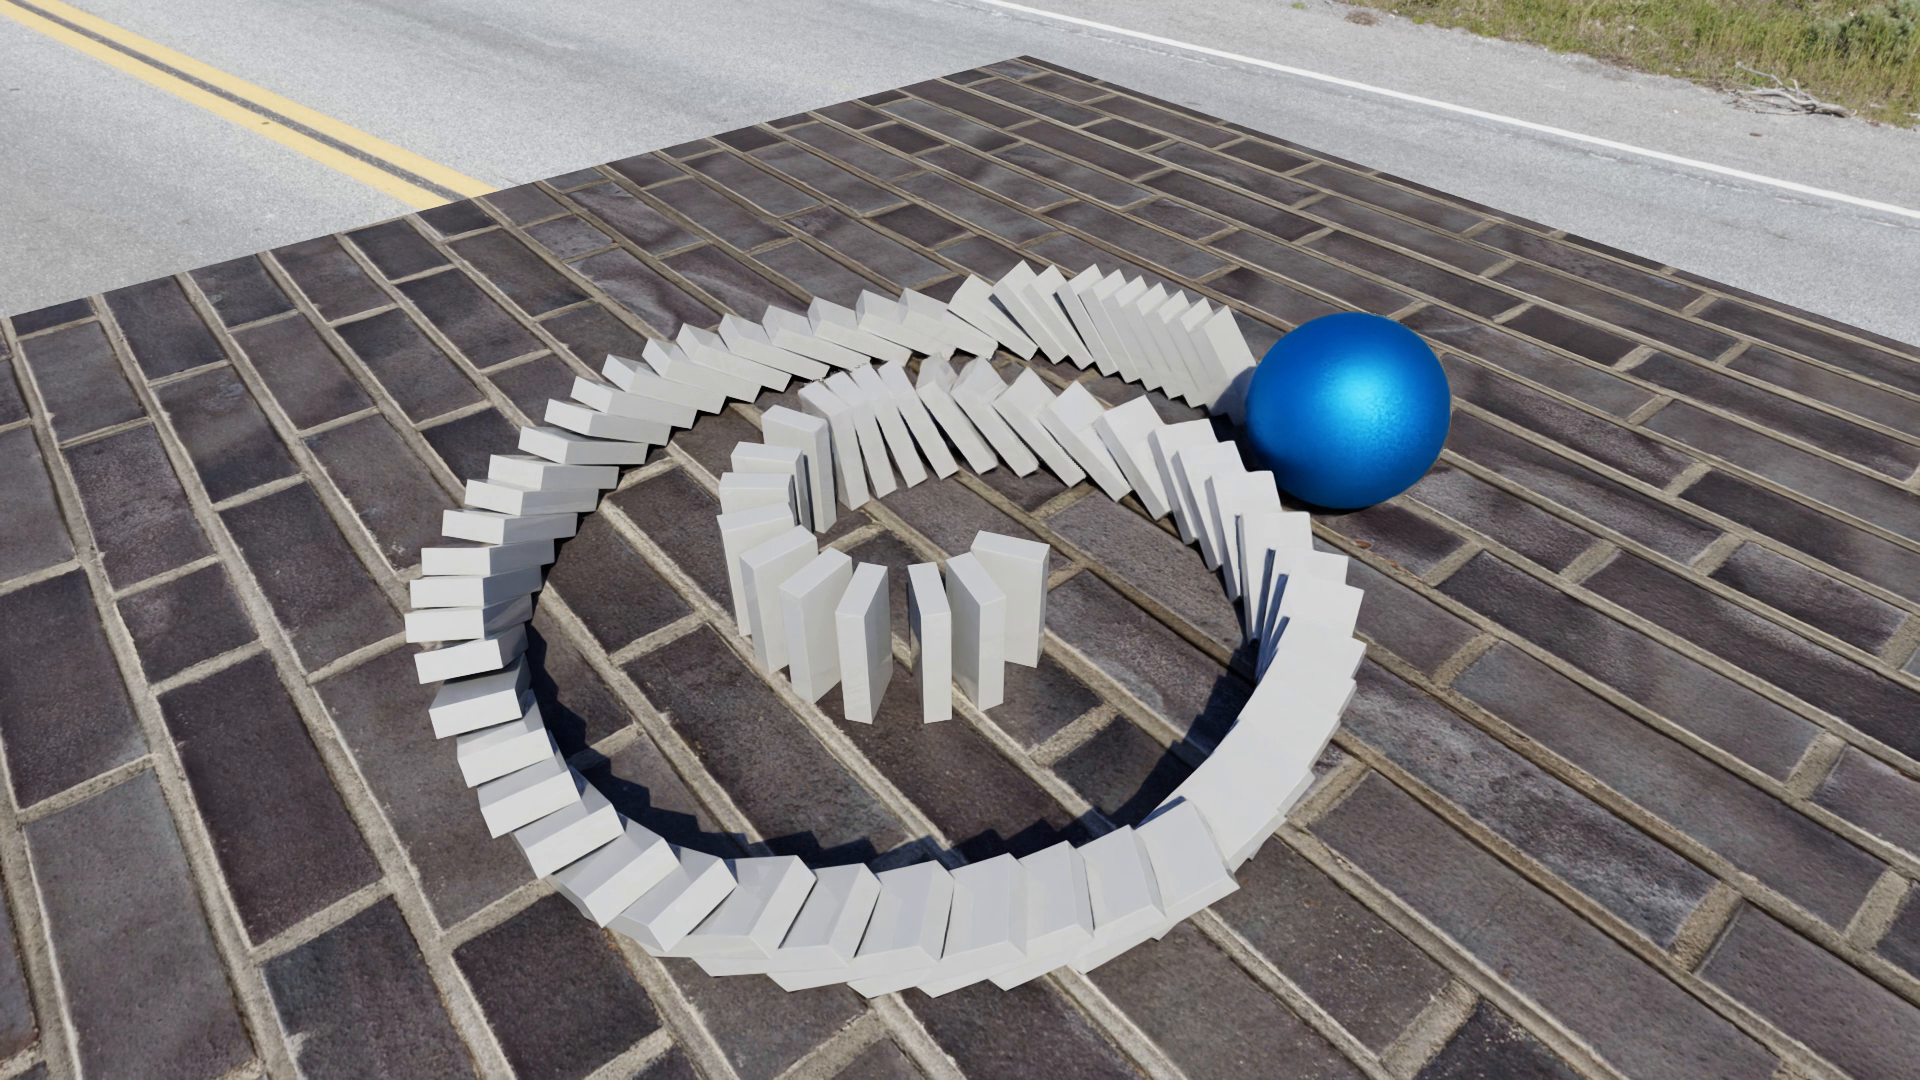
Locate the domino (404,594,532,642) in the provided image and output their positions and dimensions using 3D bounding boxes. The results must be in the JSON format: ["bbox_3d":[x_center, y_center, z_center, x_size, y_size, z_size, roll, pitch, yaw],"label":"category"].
[{"bbox_3d":[-0.172,0.027,0.389,0.025,0.010,0.050,-3,4,-4],"label":"domino"}]

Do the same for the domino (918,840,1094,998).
[{"bbox_3d":[0.011,0.103,0.298,0.050,0.009,0.025,-27,36,19],"label":"domino"}]

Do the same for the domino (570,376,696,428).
[{"bbox_3d":[-0.147,-0.062,0.497,0.025,0.010,0.050,25,10,30],"label":"domino"}]

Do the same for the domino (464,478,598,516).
[{"bbox_3d":[-0.172,-0.018,0.444,0.025,0.009,0.050,12,7,14],"label":"domino"}]

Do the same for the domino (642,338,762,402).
[{"bbox_3d":[-0.122,-0.080,0.521,0.050,0.009,0.025,11,24,-45],"label":"domino"}]

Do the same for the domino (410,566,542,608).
[{"bbox_3d":[-0.175,0.016,0.401,0.025,0.009,0.050,-2,4,1],"label":"domino"}]

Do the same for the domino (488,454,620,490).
[{"bbox_3d":[-0.168,-0.028,0.456,0.025,0.009,0.050,12,7,16],"label":"domino"}]

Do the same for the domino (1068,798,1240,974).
[{"bbox_3d":[0.049,0.096,0.305,0.050,0.009,0.025,-33,42,11],"label":"domino"}]

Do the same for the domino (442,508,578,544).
[{"bbox_3d":[-0.175,-0.006,0.430,0.025,0.010,0.050,8,5,11],"label":"domino"}]

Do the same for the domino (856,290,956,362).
[{"bbox_3d":[-0.028,-0.109,0.559,0.050,0.010,0.025,18,34,-21],"label":"domino"}]

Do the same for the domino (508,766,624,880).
[{"bbox_3d":[-0.119,0.082,0.324,0.025,0.009,0.050,-26,16,-28],"label":"domino"}]

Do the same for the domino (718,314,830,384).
[{"bbox_3d":[-0.091,-0.094,0.538,0.050,0.010,0.025,14,28,-37],"label":"domino"}]

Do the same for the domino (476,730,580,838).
[{"bbox_3d":[-0.133,0.073,0.335,0.025,0.009,0.050,-22,14,-23],"label":"domino"}]

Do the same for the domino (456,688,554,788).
[{"bbox_3d":[-0.145,0.062,0.350,0.025,0.010,0.050,-19,14,-22],"label":"domino"}]

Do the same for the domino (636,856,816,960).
[{"bbox_3d":[-0.065,0.100,0.300,0.050,0.010,0.025,-15,29,36],"label":"domino"}]

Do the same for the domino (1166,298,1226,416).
[{"bbox_3d":[0.118,-0.087,0.521,0.010,0.050,0.025,-15,20,48],"label":"domino"}]

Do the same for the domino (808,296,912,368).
[{"bbox_3d":[-0.050,-0.105,0.553,0.050,0.010,0.025,15,32,-27],"label":"domino"}]

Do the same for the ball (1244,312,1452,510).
[{"bbox_3d":[0.158,-0.053,0.452,0.080,0.080,0.080,0,39,0],"label":"ball"}]

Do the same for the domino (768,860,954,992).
[{"bbox_3d":[-0.027,0.104,0.296,0.050,0.009,0.025,-21,33,26],"label":"domino"}]

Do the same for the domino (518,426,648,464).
[{"bbox_3d":[-0.161,-0.041,0.473,0.025,0.010,0.050,18,11,21],"label":"domino"}]

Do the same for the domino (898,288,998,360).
[{"bbox_3d":[-0.006,-0.110,0.561,0.050,0.010,0.025,17,34,-21],"label":"domino"}]

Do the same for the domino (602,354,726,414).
[{"bbox_3d":[-0.137,-0.072,0.509,0.025,0.009,0.050,34,16,38],"label":"domino"}]

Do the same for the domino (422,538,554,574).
[{"bbox_3d":[-0.176,0.006,0.414,0.025,0.010,0.050,0,4,5],"label":"domino"}]

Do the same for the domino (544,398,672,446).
[{"bbox_3d":[-0.154,-0.051,0.484,0.025,0.009,0.050,19,7,24],"label":"domino"}]

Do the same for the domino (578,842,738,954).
[{"bbox_3d":[-0.086,0.097,0.305,0.050,0.010,0.025,-6,27,47],"label":"domino"}]

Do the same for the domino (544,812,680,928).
[{"bbox_3d":[-0.102,0.091,0.312,0.025,0.009,0.050,-36,20,-31],"label":"domino"}]

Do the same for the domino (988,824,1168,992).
[{"bbox_3d":[0.029,0.101,0.301,0.050,0.010,0.025,-30,38,15],"label":"domino"}]

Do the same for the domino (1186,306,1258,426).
[{"bbox_3d":[0.127,-0.081,0.514,0.010,0.050,0.025,-15,20,48],"label":"domino"}]

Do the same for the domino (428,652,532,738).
[{"bbox_3d":[-0.157,0.050,0.363,0.025,0.009,0.050,-14,12,-16],"label":"domino"}]

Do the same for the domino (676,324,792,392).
[{"bbox_3d":[-0.109,-0.088,0.529,0.050,0.009,0.025,14,24,-40],"label":"domino"}]

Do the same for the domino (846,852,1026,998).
[{"bbox_3d":[-0.006,0.104,0.296,0.050,0.009,0.025,-24,37,23],"label":"domino"}]

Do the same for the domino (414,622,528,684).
[{"bbox_3d":[-0.165,0.038,0.375,0.025,0.010,0.050,-11,4,-12],"label":"domino"}]

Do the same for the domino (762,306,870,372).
[{"bbox_3d":[-0.071,-0.099,0.546,0.050,0.010,0.025,14,30,-33],"label":"domino"}]

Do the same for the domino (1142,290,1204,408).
[{"bbox_3d":[0.108,-0.091,0.527,0.010,0.050,0.025,-16,20,47],"label":"domino"}]

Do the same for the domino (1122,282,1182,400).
[{"bbox_3d":[0.099,-0.096,0.533,0.010,0.050,0.025,-16,20,47],"label":"domino"}]

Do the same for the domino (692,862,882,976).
[{"bbox_3d":[-0.047,0.103,0.298,0.050,0.009,0.025,-17,30,31],"label":"domino"}]
